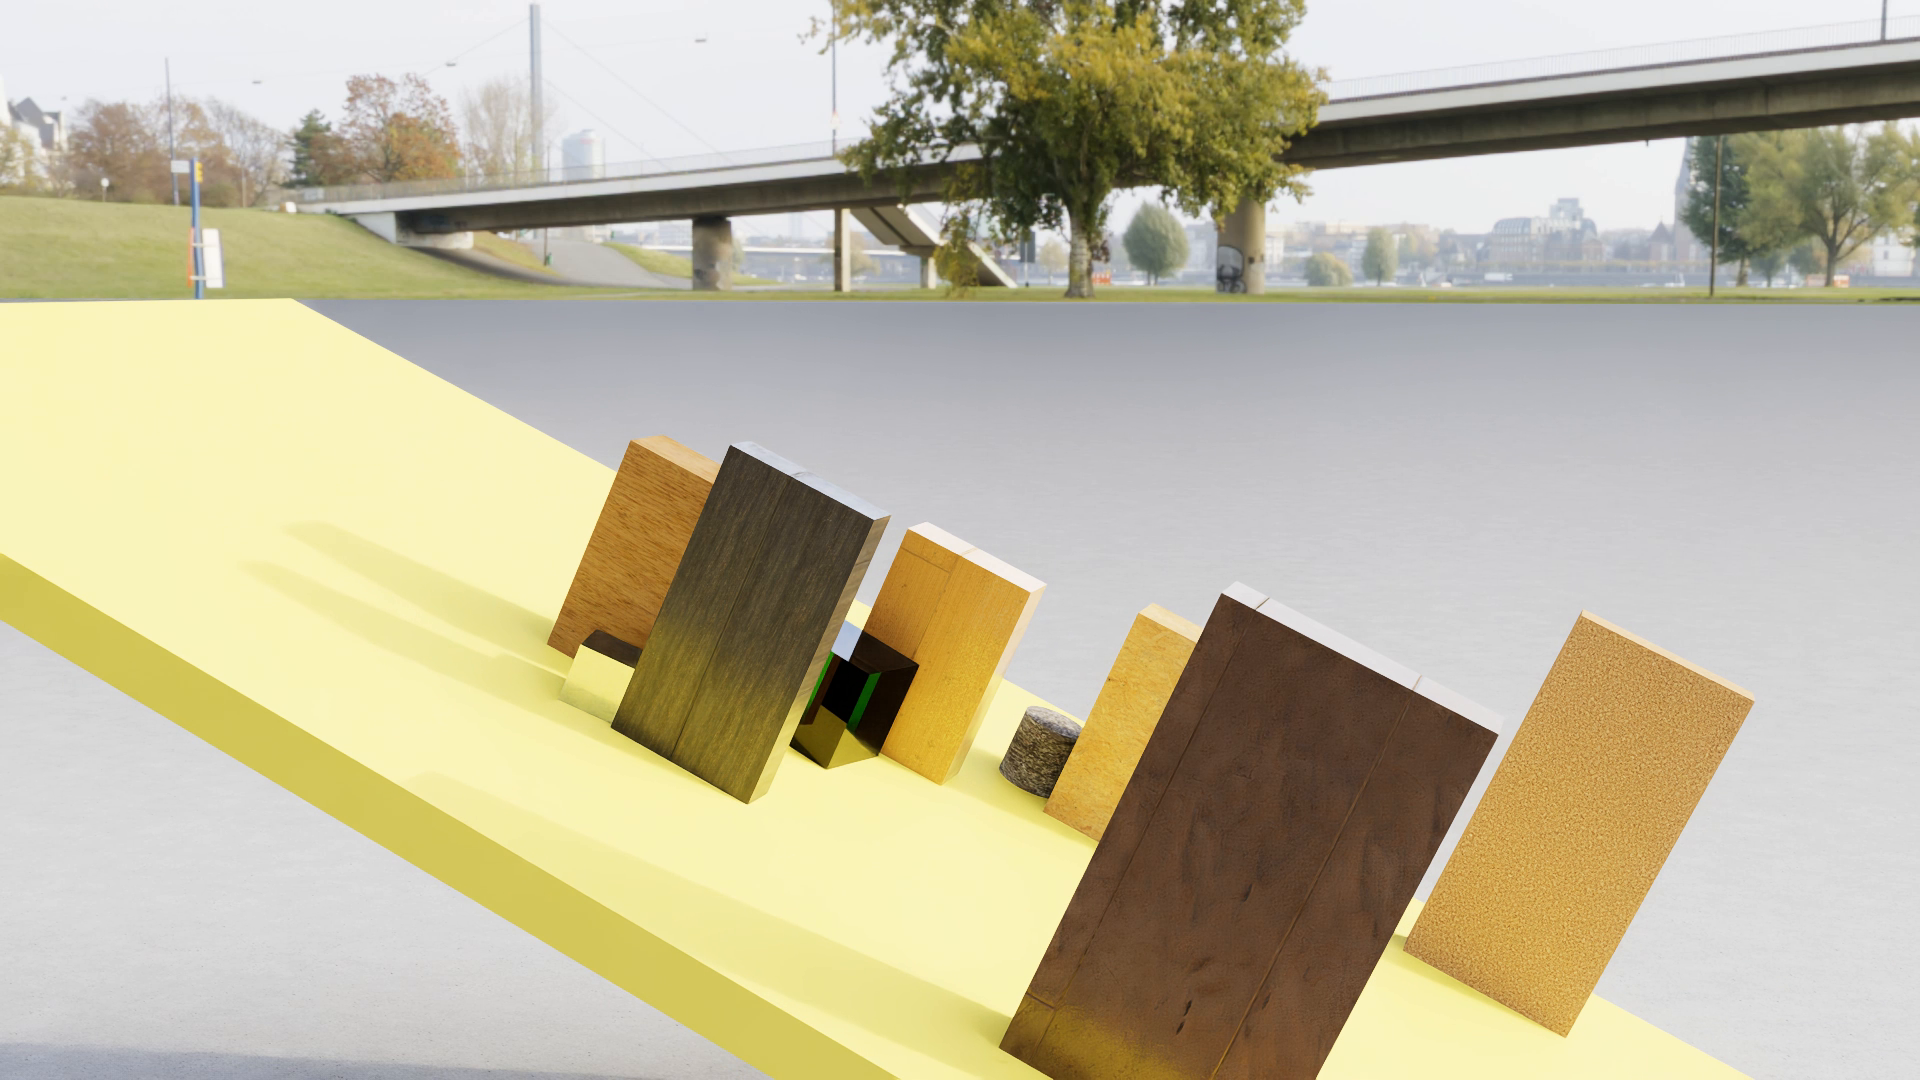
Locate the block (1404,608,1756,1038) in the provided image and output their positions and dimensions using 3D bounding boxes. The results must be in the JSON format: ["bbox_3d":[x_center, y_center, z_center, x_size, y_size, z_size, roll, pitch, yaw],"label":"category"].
[{"bbox_3d":[1.237,0.572,4.428,0.362,0.783,0.096,28,14,12],"label":"block"}]

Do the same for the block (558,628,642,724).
[{"bbox_3d":[-0.627,0.242,3.892,0.110,0.110,0.110,24,13,0],"label":"block"}]

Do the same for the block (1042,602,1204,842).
[{"bbox_3d":[0.410,0.402,4.350,0.310,0.451,0.138,28,14,12],"label":"block"}]

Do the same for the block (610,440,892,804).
[{"bbox_3d":[-0.363,0.142,3.782,0.283,0.551,0.089,28,14,12],"label":"block"}]

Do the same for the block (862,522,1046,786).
[{"bbox_3d":[-0.051,0.220,4.295,0.271,0.426,0.117,28,14,12],"label":"block"}]

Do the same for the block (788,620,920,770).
[{"bbox_3d":[-0.244,0.286,4.188,0.204,0.204,0.204,30,14,22],"label":"block"}]

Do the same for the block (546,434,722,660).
[{"bbox_3d":[-0.490,0.087,4.050,0.392,0.422,0.141,28,14,12],"label":"block"}]

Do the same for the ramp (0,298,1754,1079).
[{"bbox_3d":[-0.265,0.453,4.171,4.000,0.100,2.000,28,14,12],"label":"ramp"}]

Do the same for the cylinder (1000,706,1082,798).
[{"bbox_3d":[0.171,0.433,4.492,0.138,0.138,0.138,23,13,-6],"label":"cylinder"}]

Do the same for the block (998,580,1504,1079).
[{"bbox_3d":[0.421,0.511,3.241,0.431,0.781,0.126,28,14,12],"label":"block"}]
